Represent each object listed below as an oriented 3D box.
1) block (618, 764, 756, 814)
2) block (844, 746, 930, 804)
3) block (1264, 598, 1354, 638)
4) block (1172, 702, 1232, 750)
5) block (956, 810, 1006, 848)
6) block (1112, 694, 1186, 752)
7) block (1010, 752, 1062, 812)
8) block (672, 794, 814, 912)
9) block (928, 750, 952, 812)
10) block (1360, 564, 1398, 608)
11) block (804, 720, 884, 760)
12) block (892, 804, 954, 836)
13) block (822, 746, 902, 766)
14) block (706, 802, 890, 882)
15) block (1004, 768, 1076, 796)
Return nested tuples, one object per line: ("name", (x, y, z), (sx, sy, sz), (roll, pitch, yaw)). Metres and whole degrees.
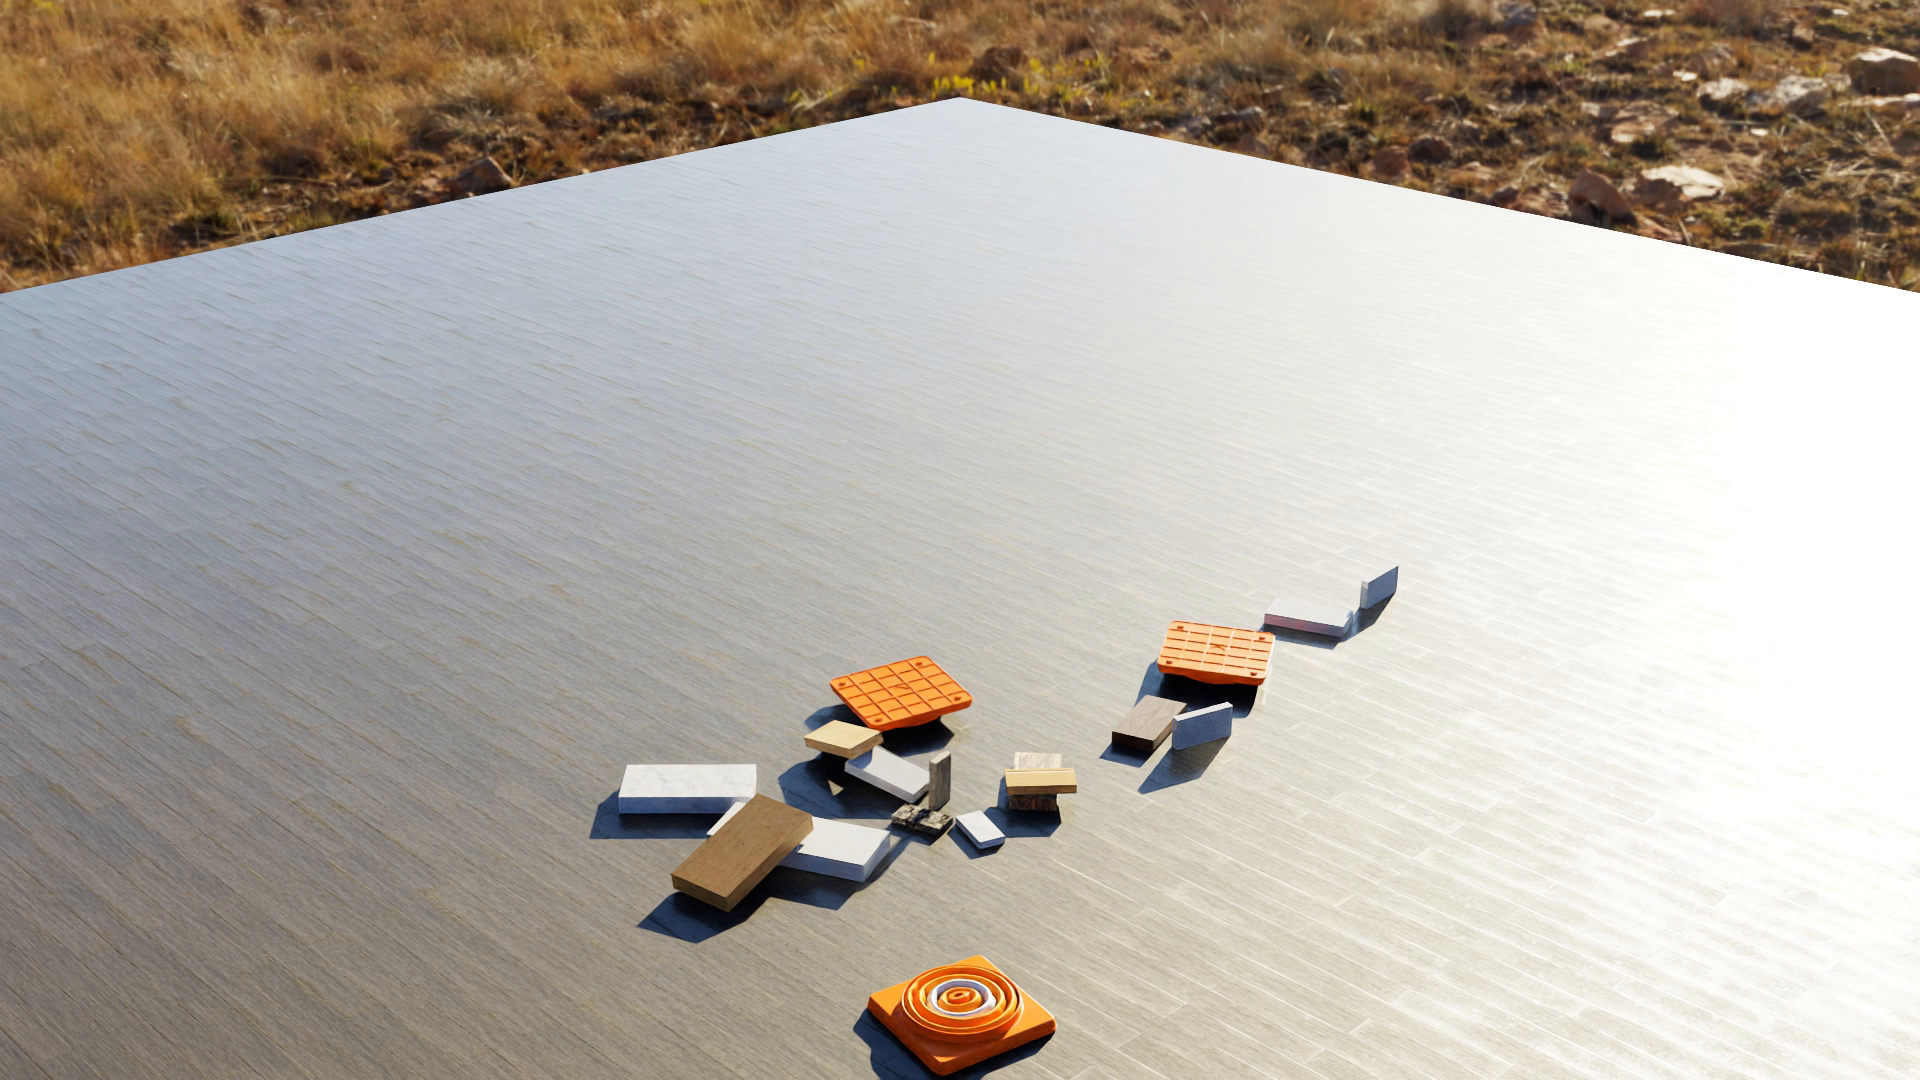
("block", (-0.557, 0.510, 4.510), (0.267, 0.038, 0.134), (0, 23, 0))
("block", (-0.145, 0.483, 4.550), (0.168, 0.024, 0.084), (23, 34, 24))
("block", (0.839, 0.186, 5.288), (0.193, 0.027, 0.096), (10, 25, 22))
("block", (0.521, 0.400, 4.727), (0.142, 0.071, 0.020), (-12, 26, -26))
("block", (0.040, 0.577, 4.381), (0.055, 0.016, 0.111), (-11, 25, -24))
("block", (0.413, 0.398, 4.788), (0.096, 0.027, 0.193), (11, 25, 25))
("block", (0.157, 0.499, 4.550), (0.096, 0.027, 0.193), (2, 23, 5))
("block", (-0.416, 0.598, 4.229), (0.134, 0.038, 0.267), (17, 40, 30))
("block", (-0.041, 0.489, 4.466), (0.016, 0.111, 0.055), (17, 28, 29))
("block", (1.030, 0.113, 5.404), (0.020, 0.071, 0.142), (19, 29, 37))
("block", (-0.246, 0.420, 4.634), (0.084, 0.024, 0.168), (-27, 21, -34))
("block", (-0.076, 0.561, 4.417), (0.111, 0.016, 0.055), (12, 26, 27))
("block", (-0.210, 0.456, 4.656), (0.084, 0.024, 0.168), (-19, 29, -37))
("block", (-0.317, 0.591, 4.318), (0.333, 0.038, 0.134), (8, 24, 19))
("block", (0.165, 0.494, 4.501), (0.142, 0.020, 0.071), (-1, 23, -2))
